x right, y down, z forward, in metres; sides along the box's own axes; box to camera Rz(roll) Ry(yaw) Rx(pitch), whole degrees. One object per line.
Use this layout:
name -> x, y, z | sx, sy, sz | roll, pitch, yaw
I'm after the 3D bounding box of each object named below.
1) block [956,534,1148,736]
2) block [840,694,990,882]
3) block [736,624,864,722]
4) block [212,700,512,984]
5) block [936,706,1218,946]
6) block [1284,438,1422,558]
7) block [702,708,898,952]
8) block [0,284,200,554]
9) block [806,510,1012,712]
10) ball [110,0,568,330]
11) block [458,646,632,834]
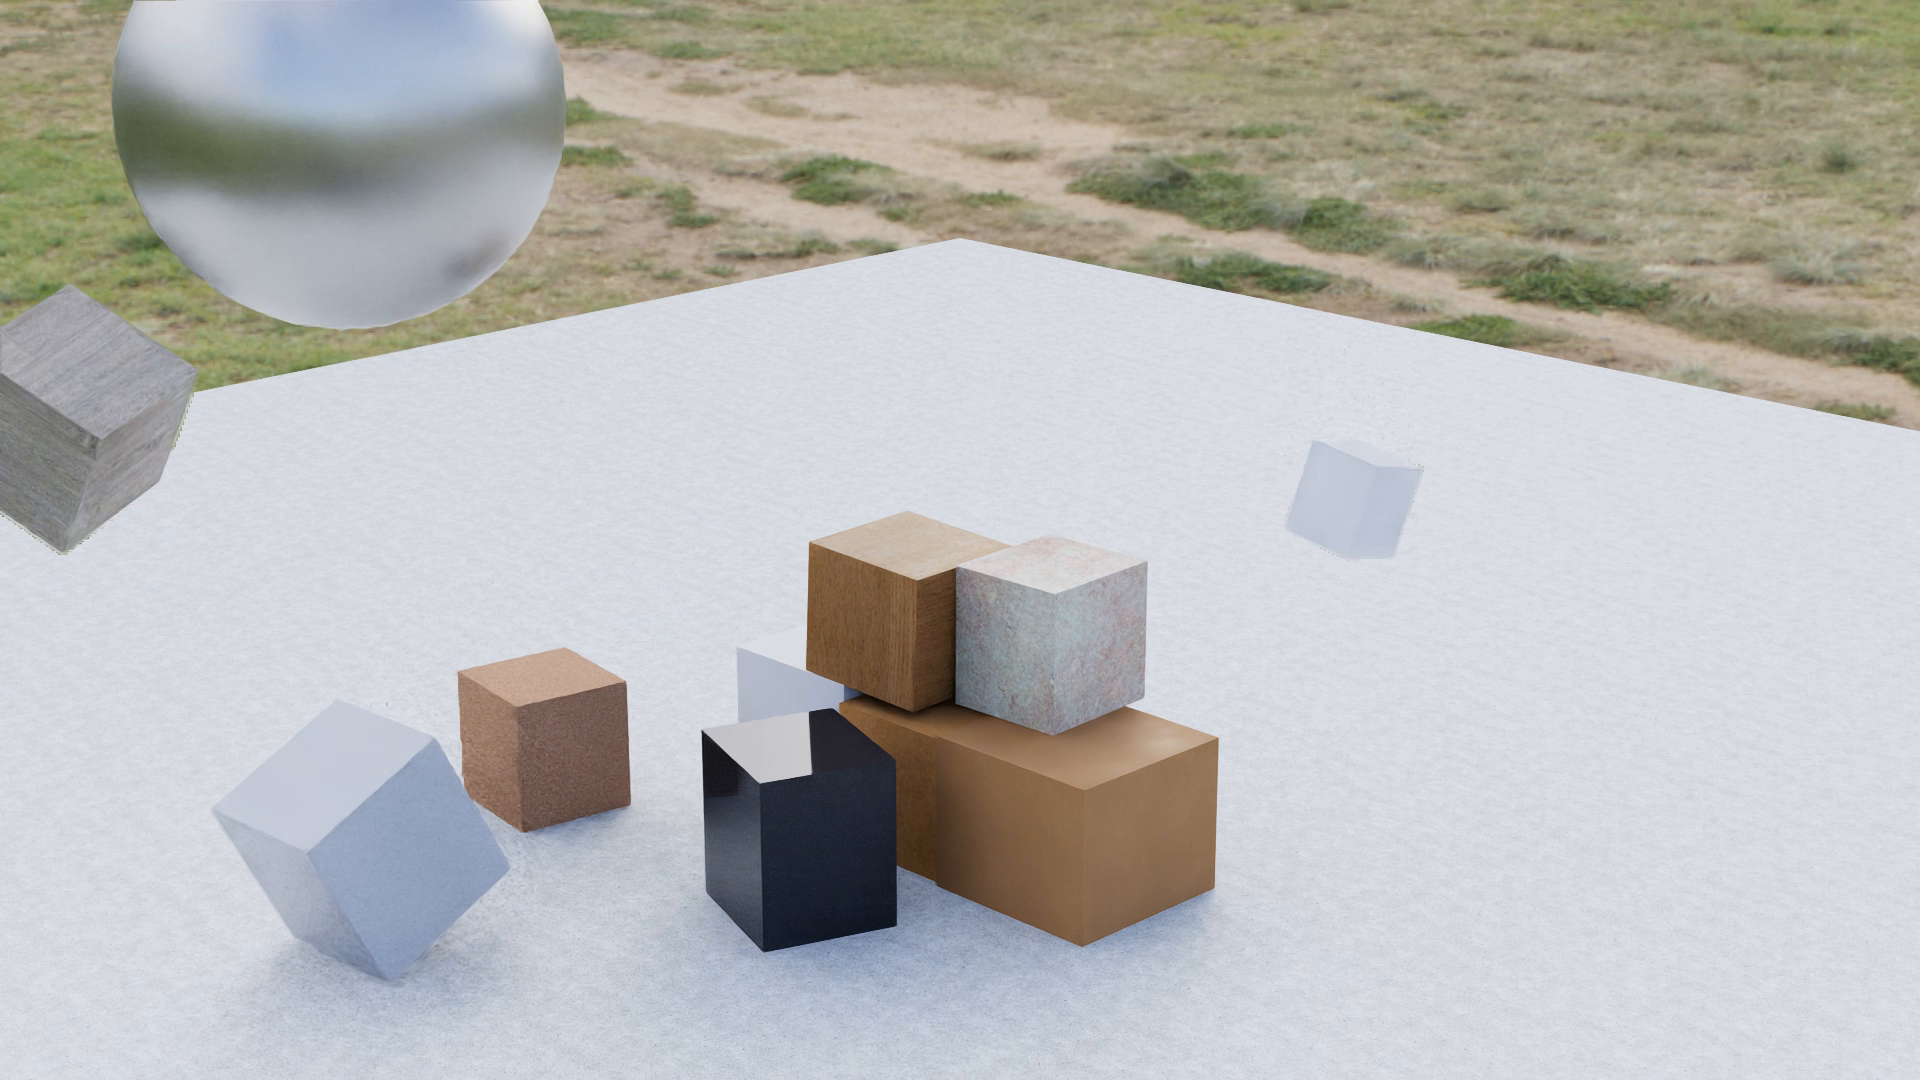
block -> 0.418, 0.424, 13.436 | 0.593, 0.668, 0.650 | 16, 23, 40
block -> -0.051, 1.080, 13.739 | 0.769, 0.701, 0.672 | -17, 24, -42
block -> -0.554, 0.887, 14.226 | 0.719, 0.778, 0.759 | -17, 24, -42
block -> -2.554, 1.279, 12.543 | 0.731, 0.773, 0.733 | 14, 48, 43
block -> 0.524, 1.228, 13.217 | 0.882, 0.732, 0.907 | -17, 24, -42
block -> 1.904, -0.203, 14.188 | 0.385, 0.463, 0.410 | 27, 17, 36
block -> -0.714, 1.272, 12.984 | 0.633, 0.788, 0.704 | -8, 19, -24
block -> -3.426, -0.469, 11.248 | 0.614, 0.606, 0.617 | 34, 36, 4
block -> -0.232, 0.322, 13.677 | 0.690, 0.640, 0.666 | 19, 25, 39
ball -> -2.217, -1.556, 10.529 | 1.600, 1.600, 1.600 | 0, 17, 0
block -> -2.016, 0.961, 14.222 | 0.593, 0.640, 0.607 | -12, 21, -34
